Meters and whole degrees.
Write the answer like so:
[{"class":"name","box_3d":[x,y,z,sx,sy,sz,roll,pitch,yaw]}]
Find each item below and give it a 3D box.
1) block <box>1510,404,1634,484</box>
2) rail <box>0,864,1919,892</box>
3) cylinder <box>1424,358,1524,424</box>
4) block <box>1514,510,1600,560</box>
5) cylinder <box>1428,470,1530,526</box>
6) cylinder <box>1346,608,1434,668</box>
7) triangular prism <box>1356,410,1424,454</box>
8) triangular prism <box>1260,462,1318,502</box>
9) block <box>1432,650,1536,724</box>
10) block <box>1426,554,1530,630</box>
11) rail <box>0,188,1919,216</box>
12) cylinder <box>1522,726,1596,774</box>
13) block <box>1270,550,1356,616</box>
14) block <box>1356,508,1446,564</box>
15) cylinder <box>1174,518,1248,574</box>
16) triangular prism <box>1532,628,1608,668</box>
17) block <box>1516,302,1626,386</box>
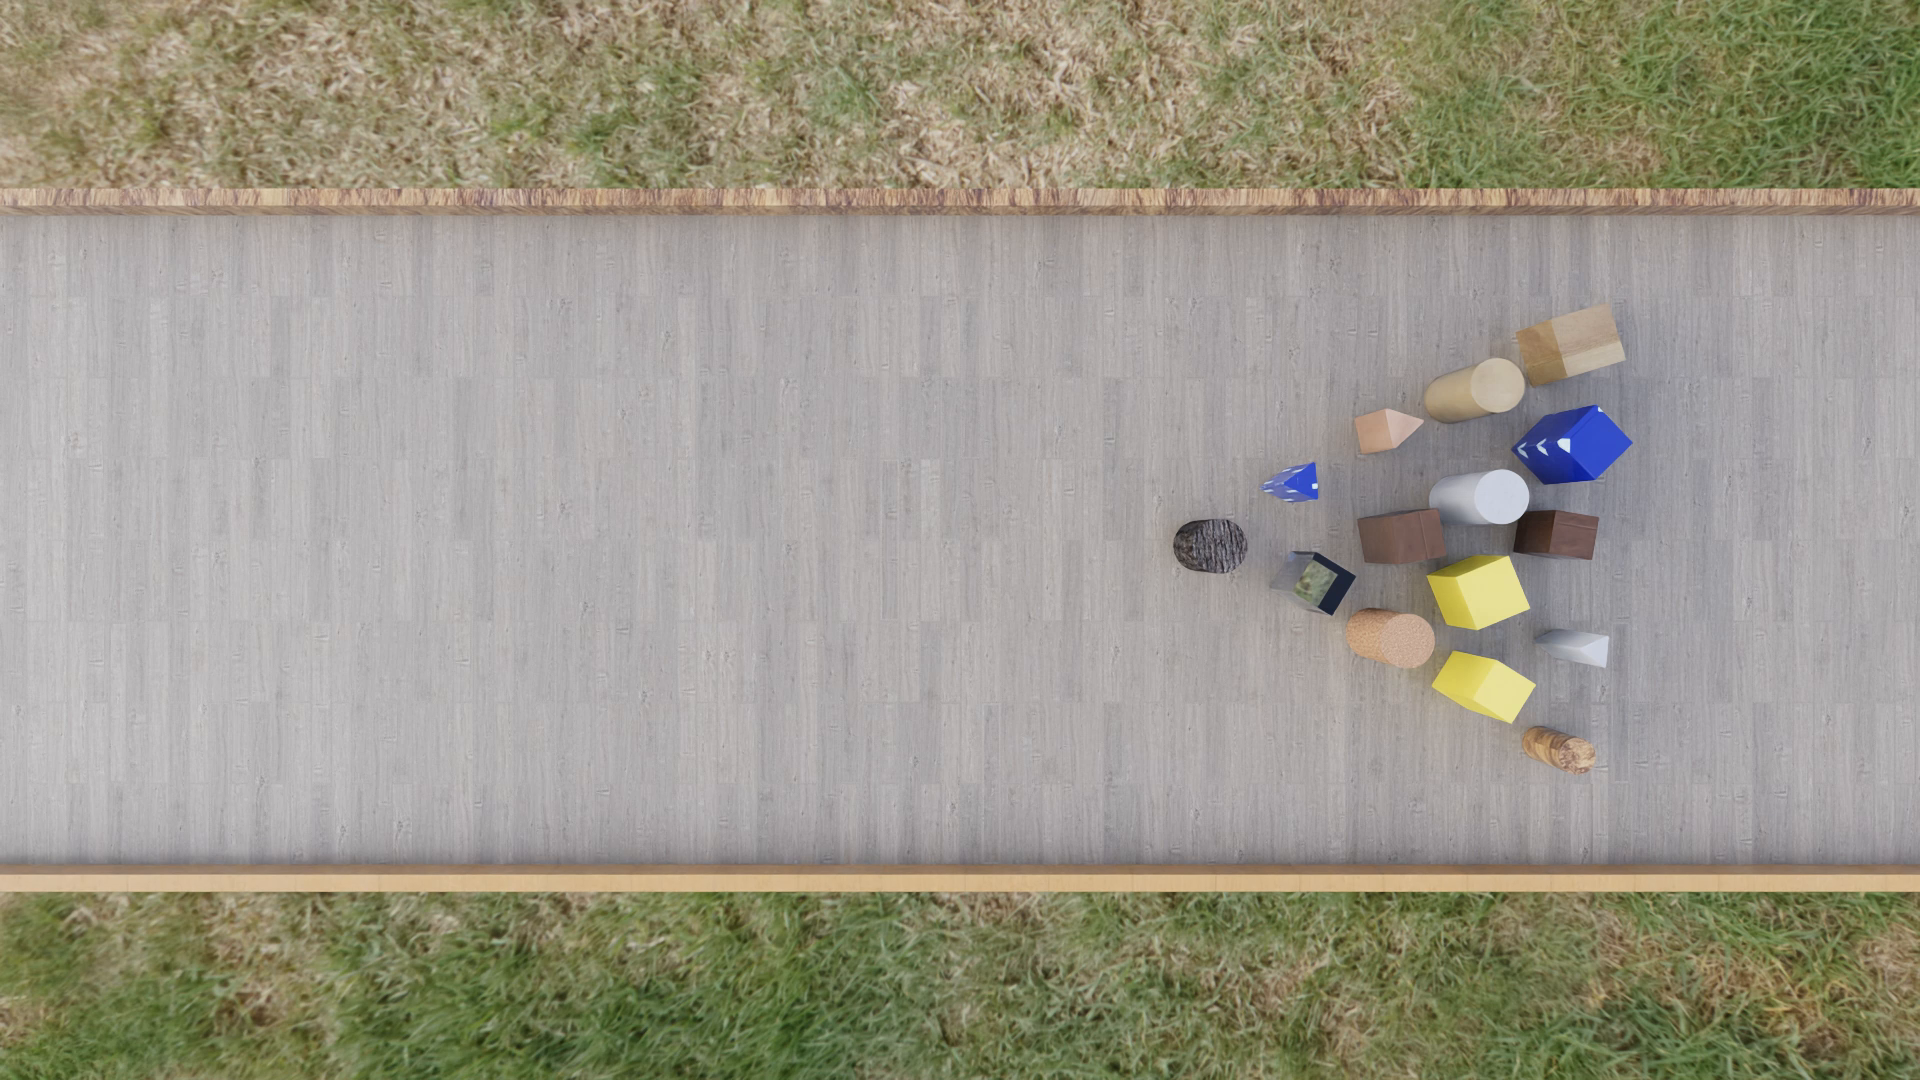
[{"class":"block","box_3d":[1.800,-0.277,4.874,0.151,0.404,0.151,-44,90,0]},{"class":"rail","box_3d":[-2.247,1.025,5.001,12.000,0.150,0.050,0,90,0]},{"class":"cylinder","box_3d":[1.505,-0.433,4.848,0.153,0.456,0.153,0,90,0]},{"class":"block","box_3d":[1.775,-0.014,4.921,0.127,0.310,0.127,9,90,0]},{"class":"cylinder","box_3d":[1.520,-0.121,4.851,0.154,0.451,0.154,0,90,0]},{"class":"cylinder","box_3d":[1.265,0.286,4.870,0.155,0.413,0.155,0,90,0]},{"class":"triangular prism","box_3d":[1.250,-0.338,4.895,0.115,0.363,0.099,-42,90,0]},{"class":"triangular prism","box_3d":[0.989,-0.179,4.885,0.106,0.382,0.092,25,90,0]},{"class":"block","box_3d":[1.540,0.430,4.872,0.131,0.409,0.131,32,90,0]},{"class":"block","box_3d":[1.543,0.153,4.925,0.165,0.303,0.165,-22,90,0]},{"class":"rail","box_3d":[-2.247,-1.025,5.002,12.000,0.150,0.050,0,90,0]},{"class":"cylinder","box_3d":[1.783,0.625,4.921,0.107,0.312,0.107,0,90,0]},{"class":"block","box_3d":[1.042,0.126,4.896,0.134,0.361,0.134,31,90,0]},{"class":"block","box_3d":[1.302,-0.010,4.879,0.137,0.395,0.137,-11,90,0]},{"class":"cylinder","box_3d":[0.734,0.018,4.867,0.156,0.419,0.156,0,90,0]},{"class":"triangular prism","box_3d":[1.821,0.305,4.884,0.089,0.386,0.077,36,90,0]},{"class":"block","box_3d":[1.819,-0.580,4.925,0.176,0.302,0.176,-17,90,0]}]
